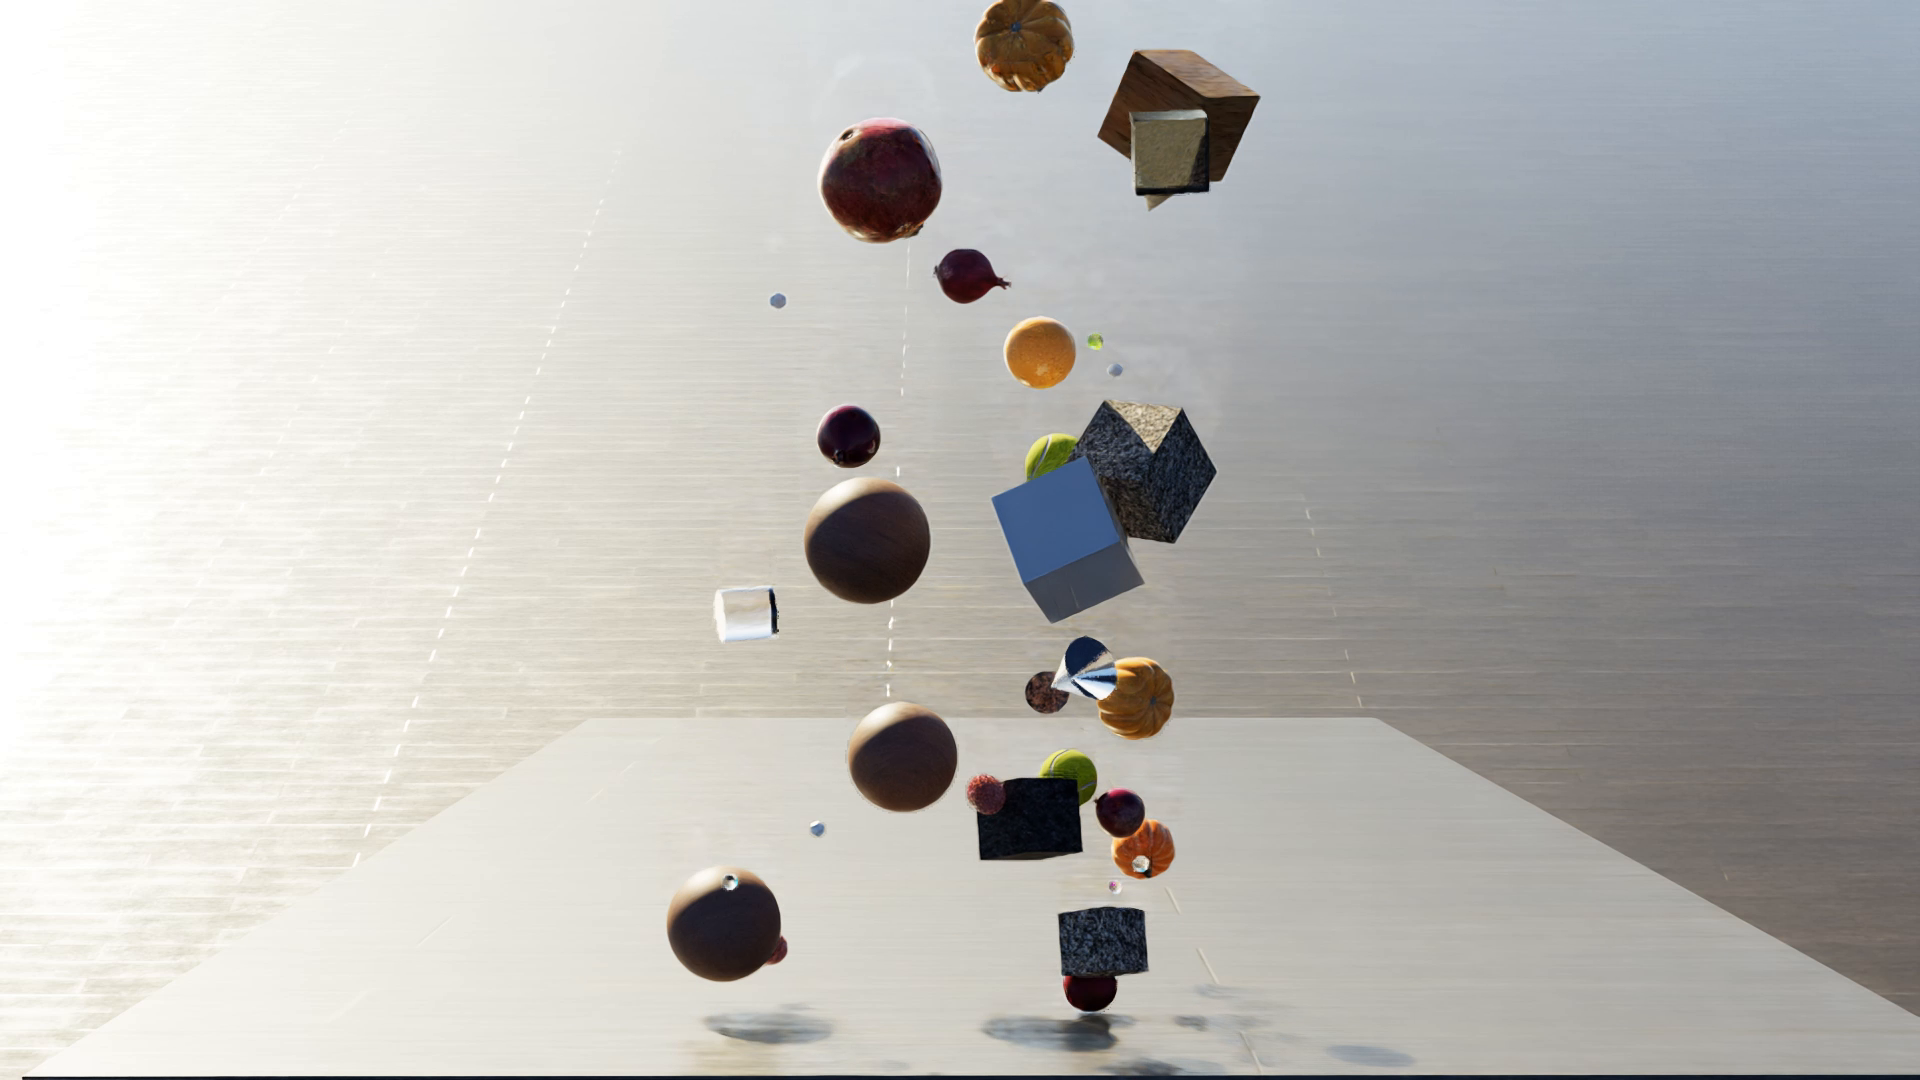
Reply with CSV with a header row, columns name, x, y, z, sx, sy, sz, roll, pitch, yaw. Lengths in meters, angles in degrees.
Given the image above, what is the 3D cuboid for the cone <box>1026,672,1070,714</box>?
name,x,y,z,sx,sy,sz,roll,pitch,yaw
cone,0.099,0.169,3.008,0.052,0.052,0.052,-2,15,-4

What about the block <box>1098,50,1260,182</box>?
name,x,y,z,sx,sy,sz,roll,pitch,yaw
block,0.203,-0.394,2.403,0.090,0.090,0.090,40,31,29

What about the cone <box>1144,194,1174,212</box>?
name,x,y,z,sx,sy,sz,roll,pitch,yaw
cone,0.186,-0.331,2.448,0.053,0.053,0.053,9,48,-10

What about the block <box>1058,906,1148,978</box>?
name,x,y,z,sx,sy,sz,roll,pitch,yaw
block,0.147,0.414,2.658,0.064,0.064,0.064,-16,-19,38

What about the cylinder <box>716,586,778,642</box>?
name,x,y,z,sx,sy,sz,roll,pitch,yaw
cylinder,-0.217,0.075,2.617,0.054,0.054,0.054,-5,27,-15

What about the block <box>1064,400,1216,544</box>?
name,x,y,z,sx,sy,sz,roll,pitch,yaw
block,0.176,-0.068,2.530,0.094,0.094,0.094,9,56,39

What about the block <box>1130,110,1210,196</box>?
name,x,y,z,sx,sy,sz,roll,pitch,yaw
block,0.183,-0.340,2.259,0.064,0.064,0.064,-2,16,1

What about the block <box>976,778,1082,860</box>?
name,x,y,z,sx,sy,sz,roll,pitch,yaw
block,0.074,0.302,2.788,0.079,0.079,0.079,5,-15,-37

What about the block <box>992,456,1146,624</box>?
name,x,y,z,sx,sy,sz,roll,pitch,yaw
block,0.102,0.001,2.429,0.097,0.097,0.097,-24,60,7

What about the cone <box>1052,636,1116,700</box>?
name,x,y,z,sx,sy,sz,roll,pitch,yaw
cone,0.114,0.141,2.645,0.067,0.067,0.067,-27,-2,-42

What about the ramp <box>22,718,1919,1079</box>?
name,x,y,z,sx,sy,sz,roll,pitch,yaw
ramp,0.060,0.544,4.580,2.000,0.100,4.000,0,1,0
